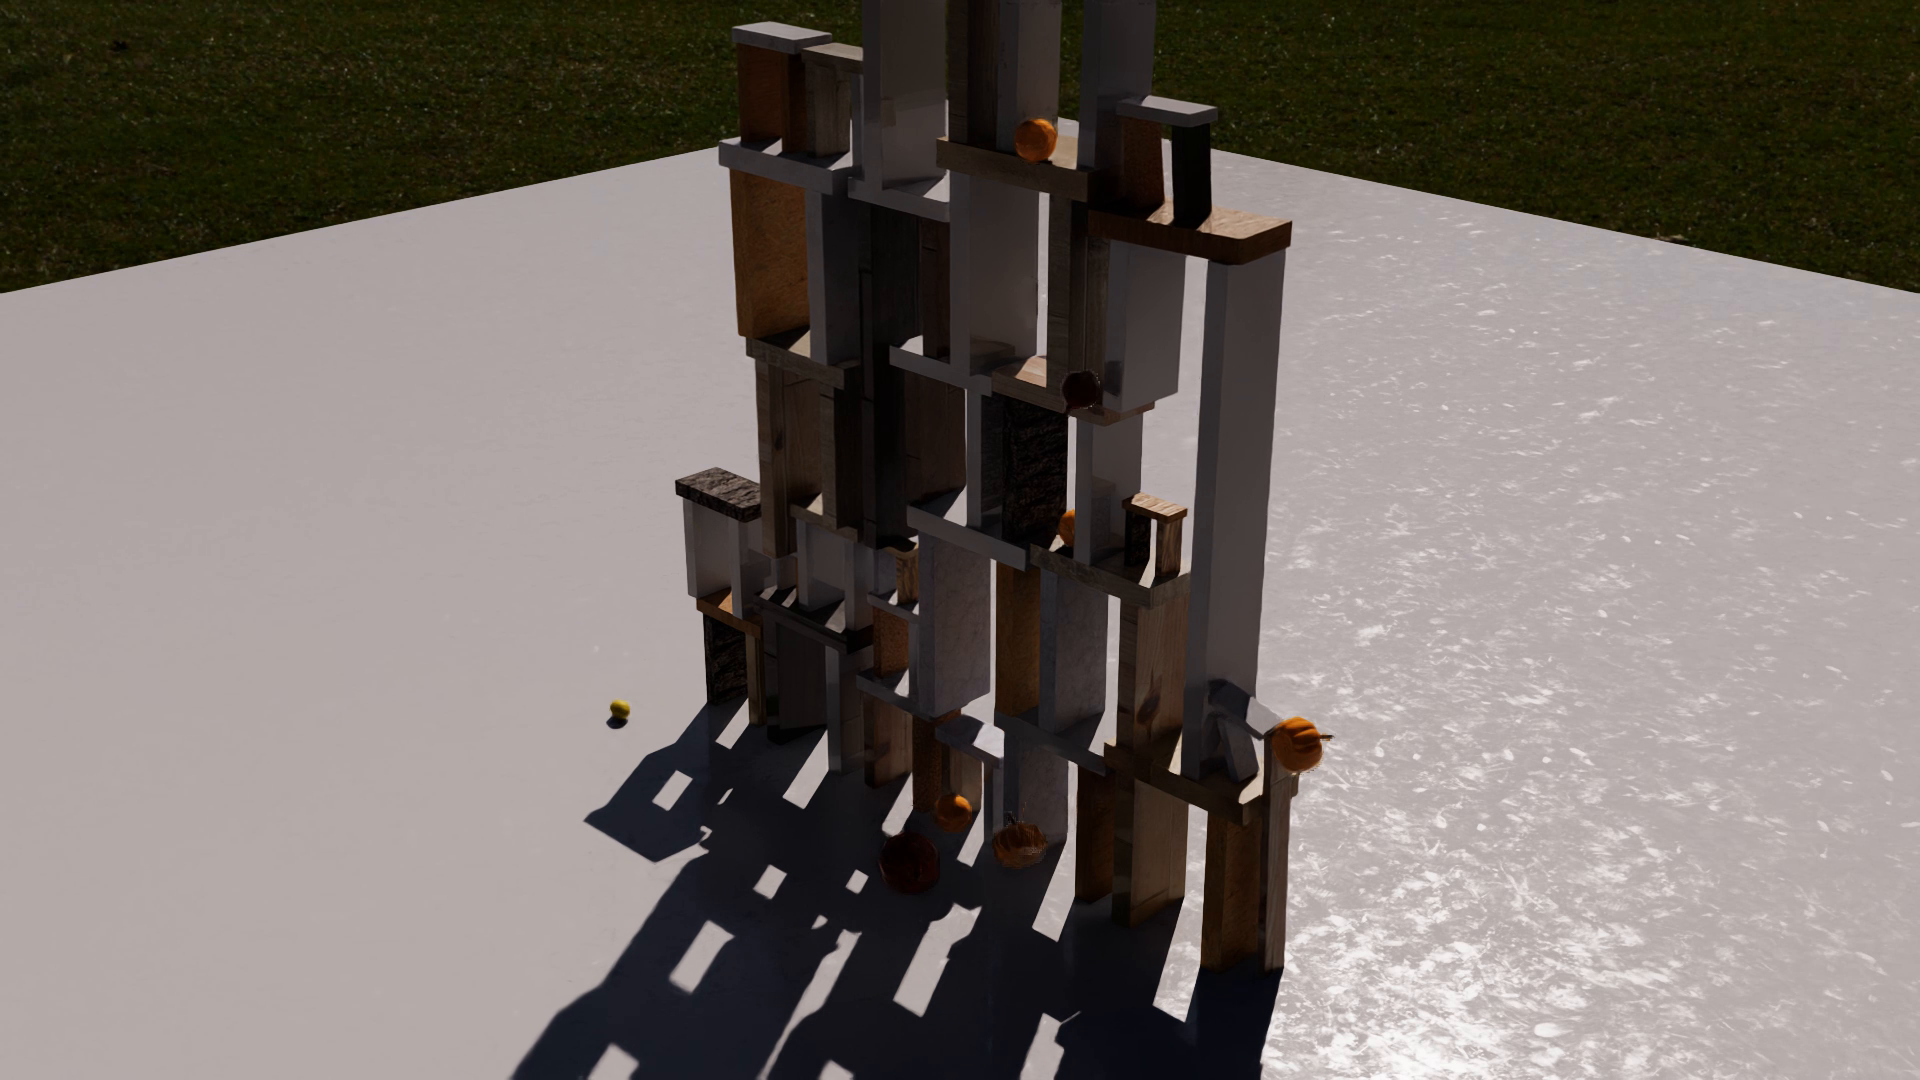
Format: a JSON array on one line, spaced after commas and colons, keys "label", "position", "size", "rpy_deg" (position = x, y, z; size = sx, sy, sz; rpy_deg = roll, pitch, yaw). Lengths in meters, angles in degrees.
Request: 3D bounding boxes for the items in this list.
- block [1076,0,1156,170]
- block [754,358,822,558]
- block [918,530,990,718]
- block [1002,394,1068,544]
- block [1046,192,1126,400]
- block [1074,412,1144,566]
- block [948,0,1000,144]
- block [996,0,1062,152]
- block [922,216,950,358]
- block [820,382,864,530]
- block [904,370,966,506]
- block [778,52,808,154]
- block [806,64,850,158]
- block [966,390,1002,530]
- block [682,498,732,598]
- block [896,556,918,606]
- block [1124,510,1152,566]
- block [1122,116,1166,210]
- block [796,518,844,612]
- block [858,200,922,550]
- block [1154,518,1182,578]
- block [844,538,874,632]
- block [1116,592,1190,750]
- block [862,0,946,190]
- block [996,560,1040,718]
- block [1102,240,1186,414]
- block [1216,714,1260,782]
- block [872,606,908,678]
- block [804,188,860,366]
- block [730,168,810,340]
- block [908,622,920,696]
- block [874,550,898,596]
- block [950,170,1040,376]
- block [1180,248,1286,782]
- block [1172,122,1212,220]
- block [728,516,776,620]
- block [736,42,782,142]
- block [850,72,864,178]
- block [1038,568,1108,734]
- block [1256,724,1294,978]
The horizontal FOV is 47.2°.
[{"label": "block", "position": [0.258, -0.755, 3.615], "size": [0.039, 0.272, 0.136], "rpy_deg": [23, 32, 39]}, {"label": "block", "position": [-0.342, -0.181, 4.513], "size": [0.149, 0.423, 0.042], "rpy_deg": [-21, 30, -40]}, {"label": "block", "position": [-0.010, 0.143, 4.297], "size": [0.044, 0.387, 0.155], "rpy_deg": [21, 31, 41]}, {"label": "block", "position": [0.137, -0.145, 4.012], "size": [0.134, 0.280, 0.038], "rpy_deg": [-21, 31, -40]}, {"label": "block", "position": [0.229, -0.435, 3.788], "size": [0.050, 0.353, 0.176], "rpy_deg": [21, 31, 40]}, {"label": "block", "position": [0.263, -0.101, 3.892], "size": [0.038, 0.267, 0.134], "rpy_deg": [21, 31, 40]}, {"label": "block", "position": [0.052, -0.859, 3.795], "size": [0.046, 0.322, 0.161], "rpy_deg": [21, 31, 40]}, {"label": "block", "position": [0.118, -0.809, 3.741], "size": [0.039, 0.272, 0.136], "rpy_deg": [16, 28, 30]}, {"label": "block", "position": [-0.010, -0.475, 4.037], "size": [0.037, 0.260, 0.130], "rpy_deg": [21, 31, 40]}, {"label": "block", "position": [-0.205, -0.183, 4.356], "size": [0.149, 0.298, 0.042], "rpy_deg": [-21, 31, -39]}, {"label": "block", "position": [-0.046, -0.213, 4.189], "size": [0.038, 0.266, 0.133], "rpy_deg": [17, 28, 36]}, {"label": "block", "position": [-0.296, -0.838, 4.180], "size": [0.095, 0.189, 0.027], "rpy_deg": [-21, 31, -40]}, {"label": "block", "position": [-0.248, -0.814, 4.141], "size": [0.025, 0.175, 0.088], "rpy_deg": [22, 31, 40]}, {"label": "block", "position": [0.072, -0.165, 4.076], "size": [0.038, 0.265, 0.133], "rpy_deg": [21, 31, 40]}, {"label": "block", "position": [-0.547, 0.002, 4.821], "size": [0.033, 0.231, 0.116], "rpy_deg": [21, 31, 41]}, {"label": "block", "position": [-0.102, 0.074, 4.363], "size": [0.051, 0.103, 0.015], "rpy_deg": [-21, 31, -40]}, {"label": "block", "position": [0.315, -0.010, 3.885], "size": [0.015, 0.105, 0.053], "rpy_deg": [21, 31, 41]}, {"label": "block", "position": [0.303, -0.627, 3.625], "size": [0.021, 0.150, 0.075], "rpy_deg": [12, 25, 42]}, {"label": "block", "position": [-0.288, 0.039, 4.549], "size": [0.102, 0.203, 0.029], "rpy_deg": [-21, 31, -40]}, {"label": "block", "position": [-0.131, -0.323, 4.239], "size": [0.130, 0.697, 0.037], "rpy_deg": [-21, 31, -40]}, {"label": "block", "position": [0.365, 0.009, 3.839], "size": [0.015, 0.105, 0.053], "rpy_deg": [21, 31, 41]}, {"label": "block", "position": [-0.188, 0.074, 4.464], "size": [0.029, 0.203, 0.102], "rpy_deg": [21, 31, 39]}, {"label": "block", "position": [0.346, 0.221, 3.946], "size": [0.041, 0.286, 0.143], "rpy_deg": [21, 31, 41]}, {"label": "block", "position": [-0.100, -0.864, 3.961], "size": [0.161, 0.442, 0.046], "rpy_deg": [-21, 31, -40]}, {"label": "block", "position": [0.136, 0.165, 4.148], "size": [0.044, 0.310, 0.155], "rpy_deg": [21, 31, 40]}, {"label": "block", "position": [0.313, -0.378, 3.724], "size": [0.042, 0.299, 0.149], "rpy_deg": [23, 32, 40]}, {"label": "block", "position": [0.486, 0.357, 3.842], "size": [0.059, 0.118, 0.017], "rpy_deg": [-21, 11, -41]}, {"label": "block", "position": [-0.140, 0.196, 4.466], "size": [0.022, 0.157, 0.079], "rpy_deg": [21, 31, 40]}, {"label": "block", "position": [-0.213, -0.520, 4.227], "size": [0.169, 0.337, 0.048], "rpy_deg": [-21, 30, -40]}, {"label": "block", "position": [-0.369, -0.583, 4.377], "size": [0.169, 0.338, 0.048], "rpy_deg": [-21, 30, -40]}, {"label": "block", "position": [-0.067, 0.225, 4.397], "size": [0.079, 0.158, 0.022], "rpy_deg": [-21, 31, -40]}, {"label": "block", "position": [-0.149, 0.055, 4.408], "size": [0.051, 0.103, 0.015], "rpy_deg": [-21, 31, -40]}, {"label": "block", "position": [0.062, -0.492, 3.942], "size": [0.050, 0.367, 0.176], "rpy_deg": [21, 31, 40]}, {"label": "block", "position": [0.458, -0.032, 3.717], "size": [0.042, 0.931, 0.149], "rpy_deg": [22, 31, 40]}, {"label": "block", "position": [0.376, -0.601, 3.564], "size": [0.021, 0.150, 0.075], "rpy_deg": [14, 26, 41]}, {"label": "block", "position": [-0.437, 0.045, 4.720], "size": [0.116, 0.231, 0.033], "rpy_deg": [-21, 31, -40]}, {"label": "block", "position": [-0.384, -0.873, 4.263], "size": [0.094, 0.189, 0.027], "rpy_deg": [-21, 31, -40]}, {"label": "block", "position": [-0.159, -0.772, 4.066], "size": [0.025, 0.192, 0.088], "rpy_deg": [21, 31, 40]}, {"label": "block", "position": [0.211, 0.186, 4.078], "size": [0.041, 0.325, 0.143], "rpy_deg": [21, 31, 41]}, {"label": "block", "position": [0.551, 0.549, 3.852], "size": [0.017, 0.481, 0.059], "rpy_deg": [19, 29, 41]}]
